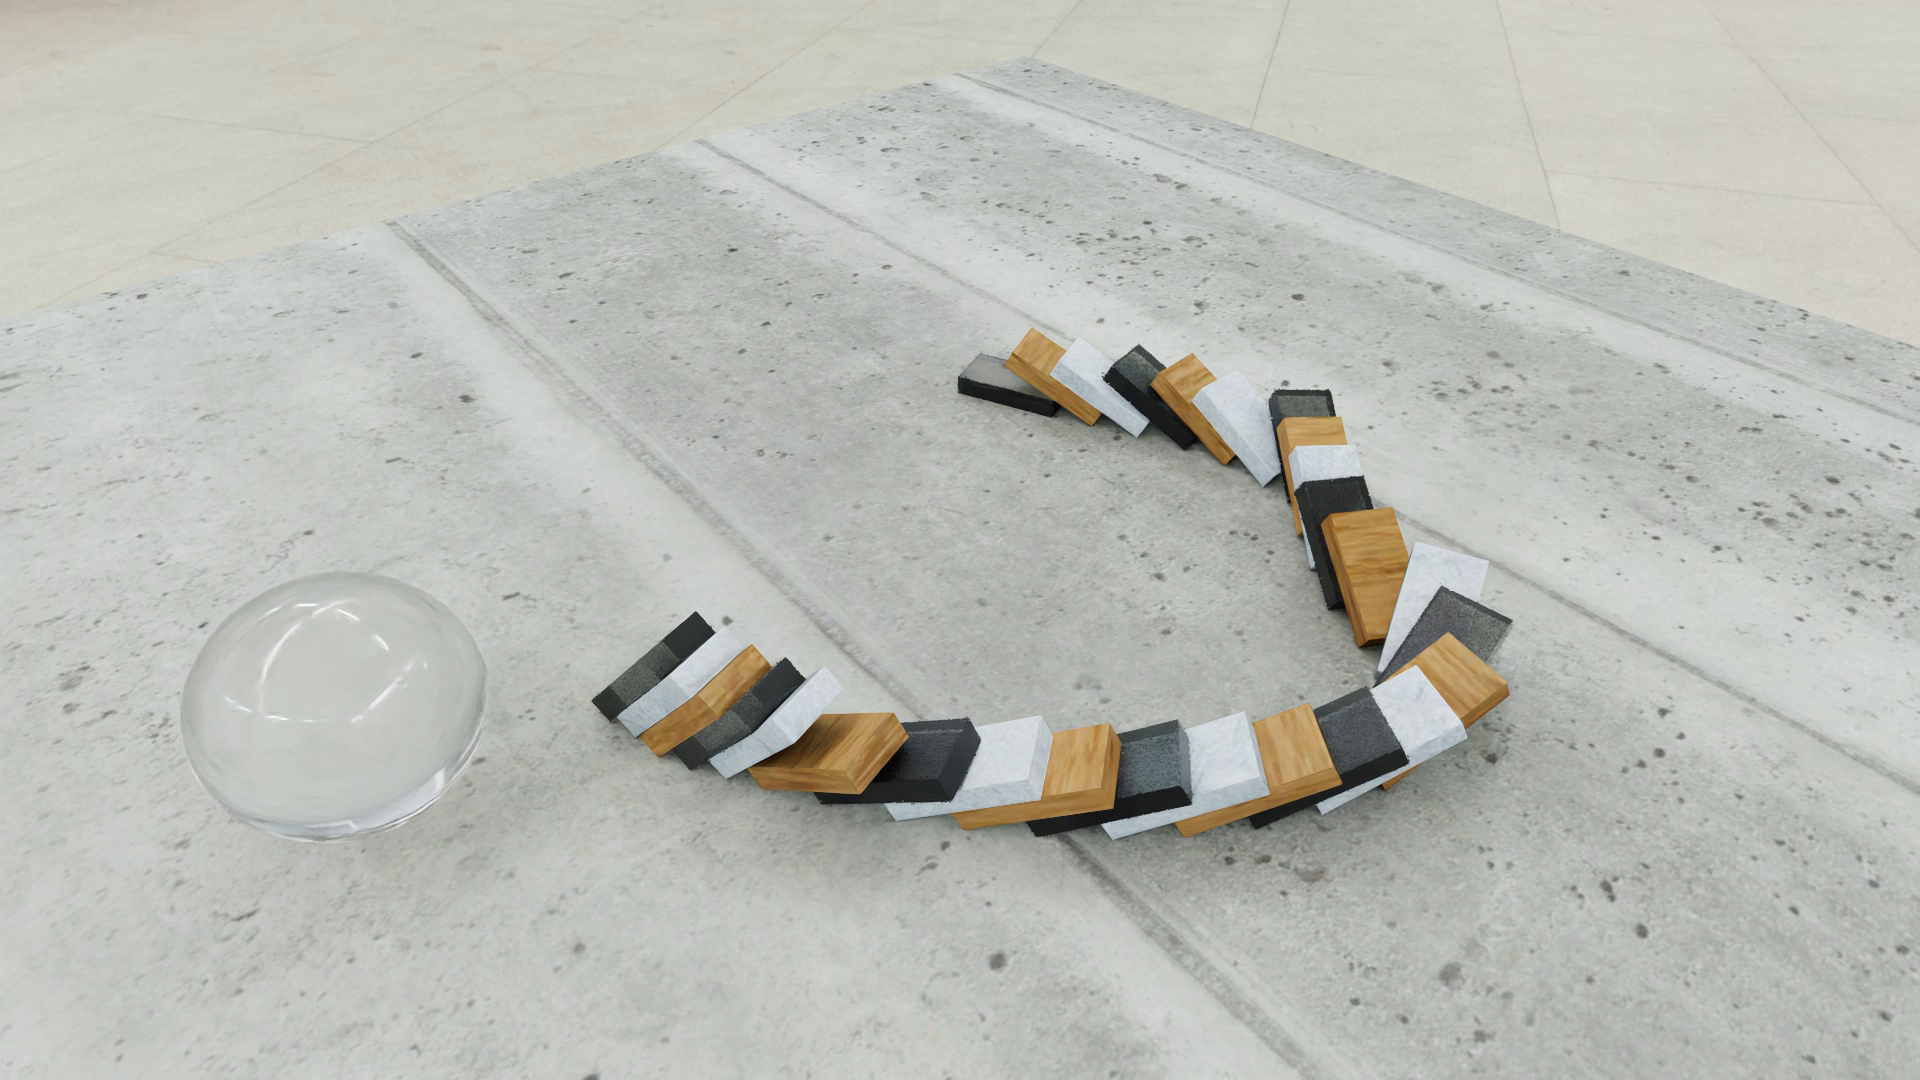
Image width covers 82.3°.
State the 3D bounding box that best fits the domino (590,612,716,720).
[{"bbox_3d":[-0.102,0.042,0.364,0.009,0.050,0.025,49,48,-6],"label":"domino"}]

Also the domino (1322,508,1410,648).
[{"bbox_3d":[0.155,0.014,0.410,0.025,0.010,0.050,-6,67,-7],"label":"domino"}]

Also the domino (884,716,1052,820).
[{"bbox_3d":[0.002,0.071,0.340,0.050,0.009,0.025,-15,33,26],"label":"domino"}]

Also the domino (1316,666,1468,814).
[{"bbox_3d":[0.130,0.063,0.348,0.050,0.010,0.025,-31,41,8],"label":"domino"}]

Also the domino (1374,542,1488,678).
[{"bbox_3d":[0.167,0.028,0.389,0.025,0.009,0.050,17,75,19],"label":"domino"}]

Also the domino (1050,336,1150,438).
[{"bbox_3d":[0.069,-0.072,0.515,0.050,0.010,0.025,36,46,2],"label":"domino"}]

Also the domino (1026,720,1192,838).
[{"bbox_3d":[0.045,0.073,0.337,0.050,0.009,0.025,-18,34,22],"label":"domino"}]

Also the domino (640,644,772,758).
[{"bbox_3d":[-0.082,0.052,0.352,0.010,0.050,0.025,49,48,-6],"label":"domino"}]

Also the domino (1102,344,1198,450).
[{"bbox_3d":[0.093,-0.066,0.509,0.050,0.010,0.025,43,51,9],"label":"domino"}]

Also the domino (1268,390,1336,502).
[{"bbox_3d":[0.151,-0.041,0.474,0.025,0.009,0.050,-1,67,-7],"label":"domino"}]

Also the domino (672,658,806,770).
[{"bbox_3d":[-0.071,0.055,0.348,0.009,0.050,0.025,49,48,-6],"label":"domino"}]

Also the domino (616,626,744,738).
[{"bbox_3d":[-0.092,0.047,0.359,0.009,0.050,0.025,49,48,-6],"label":"domino"}]

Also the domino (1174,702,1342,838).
[{"bbox_3d":[0.088,0.071,0.339,0.050,0.009,0.025,-24,37,16],"label":"domino"}]

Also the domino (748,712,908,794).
[{"bbox_3d":[-0.042,0.066,0.342,0.050,0.010,0.025,-10,27,45],"label":"domino"}]

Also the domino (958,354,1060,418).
[{"bbox_3d":[0.027,-0.076,0.536,0.050,0.009,0.025,18,42,20],"label":"domino"}]

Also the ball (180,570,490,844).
[{"bbox_3d":[-0.184,0.049,0.328,0.080,0.080,0.080,0,39,0],"label":"ball"}]

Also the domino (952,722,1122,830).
[{"bbox_3d":[0.023,0.073,0.337,0.050,0.009,0.025,-15,33,26],"label":"domino"}]

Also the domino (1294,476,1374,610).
[{"bbox_3d":[0.149,0.001,0.425,0.025,0.010,0.050,-6,67,-7],"label":"domino"}]

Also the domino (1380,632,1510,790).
[{"bbox_3d":[0.149,0.055,0.357,0.050,0.009,0.025,-38,46,1],"label":"domino"}]

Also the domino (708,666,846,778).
[{"bbox_3d":[-0.059,0.058,0.345,0.010,0.050,0.025,49,48,-6],"label":"domino"}]

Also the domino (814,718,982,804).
[{"bbox_3d":[-0.021,0.069,0.342,0.050,0.010,0.025,-10,31,32],"label":"domino"}]

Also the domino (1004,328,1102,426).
[{"bbox_3d":[0.048,-0.078,0.521,0.050,0.009,0.025,34,46,0],"label":"domino"}]

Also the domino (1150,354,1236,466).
[{"bbox_3d":[0.113,-0.060,0.499,0.025,0.009,0.050,-32,77,-34],"label":"domino"}]

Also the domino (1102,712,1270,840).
[{"bbox_3d":[0.067,0.072,0.338,0.050,0.010,0.025,-22,36,18],"label":"domino"}]

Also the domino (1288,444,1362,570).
[{"bbox_3d":[0.150,-0.014,0.442,0.025,0.010,0.050,-2,67,-5],"label":"domino"}]

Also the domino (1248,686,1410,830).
[{"bbox_3d":[0.110,0.068,0.343,0.050,0.010,0.025,-28,38,12],"label":"domino"}]

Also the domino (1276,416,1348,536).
[{"bbox_3d":[0.150,-0.027,0.458,0.025,0.010,0.050,-2,67,-6],"label":"domino"}]

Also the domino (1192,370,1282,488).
[{"bbox_3d":[0.129,-0.050,0.487,0.025,0.010,0.050,-28,74,-30],"label":"domino"}]

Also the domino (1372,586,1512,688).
[{"bbox_3d":[0.161,0.043,0.372,0.025,0.010,0.050,32,80,33],"label":"domino"}]
